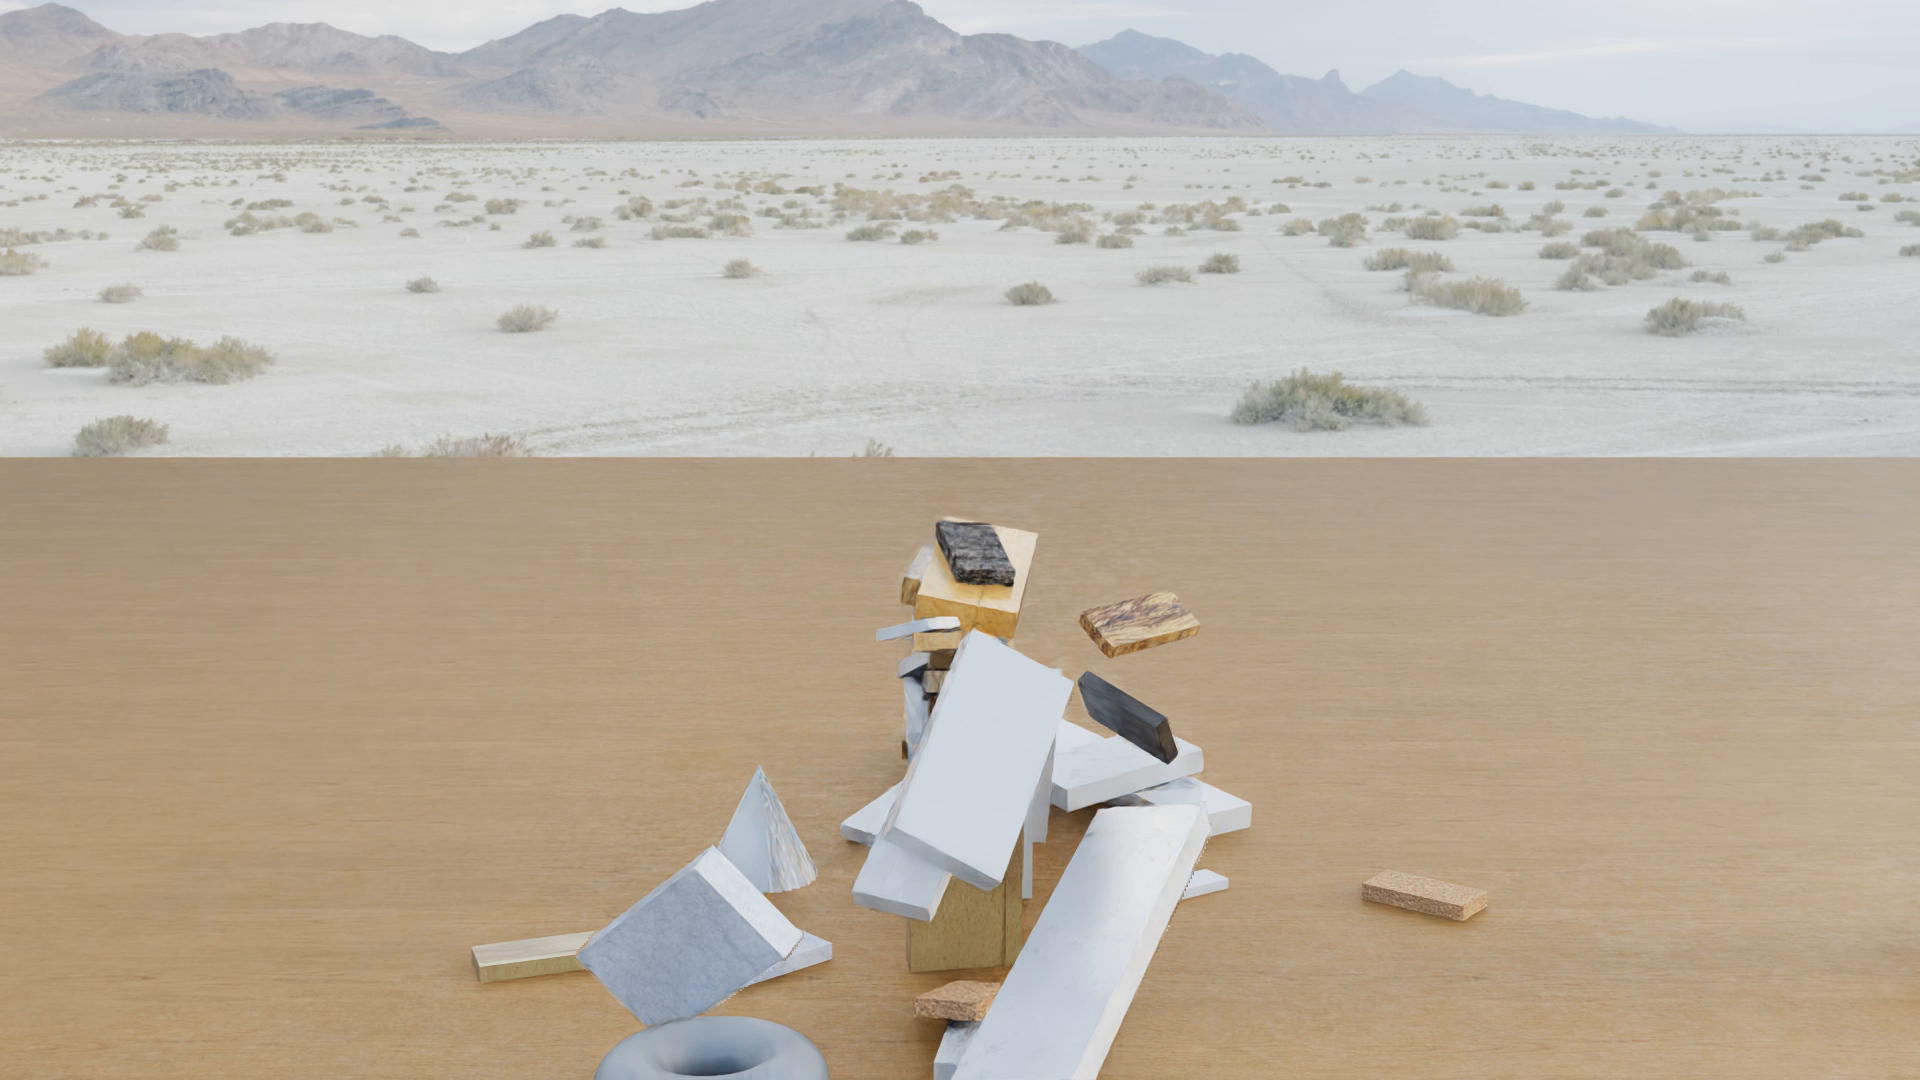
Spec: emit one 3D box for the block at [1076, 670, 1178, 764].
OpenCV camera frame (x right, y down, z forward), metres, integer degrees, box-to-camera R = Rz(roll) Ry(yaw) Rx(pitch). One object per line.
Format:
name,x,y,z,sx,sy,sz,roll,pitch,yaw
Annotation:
block,0.302,0.320,3.969,0.029,0.102,0.203,-40,44,-21

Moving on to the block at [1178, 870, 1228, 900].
block,0.363,0.581,3.671,0.171,0.017,0.060,-7,13,-33

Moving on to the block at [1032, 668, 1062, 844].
block,0.090,0.379,3.923,0.155,0.310,0.044,5,10,1

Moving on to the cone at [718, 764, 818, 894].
cone,-0.341,0.476,3.747,0.196,0.196,0.196,0,11,0

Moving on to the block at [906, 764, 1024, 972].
block,0.007,0.480,3.320,0.170,0.340,0.048,-2,15,-10

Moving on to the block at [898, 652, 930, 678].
block,-0.033,0.194,3.468,0.089,0.025,0.178,2,-12,-16

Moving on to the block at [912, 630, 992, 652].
block,-0.009,0.152,3.272,0.089,0.025,0.177,-3,-5,10

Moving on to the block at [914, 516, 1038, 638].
block,0.029,0.055,3.468,0.153,0.043,0.324,11,23,3

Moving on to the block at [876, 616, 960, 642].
block,-0.063,0.131,3.238,0.060,0.017,0.120,-3,-8,-42

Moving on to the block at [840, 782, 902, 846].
block,-0.092,0.482,4.008,0.097,0.028,0.278,14,27,34

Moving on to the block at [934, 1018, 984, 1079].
block,0.022,0.697,3.026,0.090,0.025,0.180,2,11,8

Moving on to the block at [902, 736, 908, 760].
block,-0.033,0.390,4.438,0.133,0.038,0.266,1,11,6

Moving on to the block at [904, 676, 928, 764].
block,0.002,0.273,3.368,0.170,0.048,0.340,0,10,-3

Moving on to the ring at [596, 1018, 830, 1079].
ring,-0.318,0.698,2.815,0.303,0.101,0.303,0,9,0

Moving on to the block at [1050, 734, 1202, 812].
block,0.283,0.425,4.108,0.310,0.044,0.155,-12,19,-30

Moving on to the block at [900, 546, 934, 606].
block,-0.005,0.069,3.622,0.153,0.043,0.306,11,10,3

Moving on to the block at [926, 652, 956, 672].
block,-0.005,0.199,3.367,0.089,0.025,0.177,0,-13,-4

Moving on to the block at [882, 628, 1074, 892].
block,0.028,0.298,3.008,0.164,0.329,0.047,29,-34,-9

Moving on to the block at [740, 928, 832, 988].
block,-0.293,0.636,3.351,0.179,0.025,0.090,-9,14,-41

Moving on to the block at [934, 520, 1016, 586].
block,0.023,0.020,3.459,0.090,0.025,0.179,3,24,-14

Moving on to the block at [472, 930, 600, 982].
block,-0.536,0.628,3.395,0.417,0.025,0.090,-4,11,-20

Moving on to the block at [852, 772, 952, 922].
block,-0.054,0.413,3.019,0.111,0.031,0.222,10,49,19

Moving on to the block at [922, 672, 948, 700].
block,0.000,0.218,3.268,0.111,0.031,0.222,0,-7,-2

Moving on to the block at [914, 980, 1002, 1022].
block,0.009,0.655,3.129,0.090,0.025,0.180,1,-3,19

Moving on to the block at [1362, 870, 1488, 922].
block,0.766,0.585,3.627,0.180,0.026,0.090,8,13,37

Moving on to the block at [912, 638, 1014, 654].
block,0.006,0.206,3.739,0.170,0.048,0.339,0,10,1

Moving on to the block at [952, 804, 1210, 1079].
block,0.156,0.580,2.946,0.164,0.047,0.765,-6,23,25

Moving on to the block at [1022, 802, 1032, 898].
block,0.032,0.423,3.632,0.170,0.339,0.048,-1,7,-6

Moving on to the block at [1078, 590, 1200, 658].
block,0.334,0.155,4.088,0.209,0.029,0.102,-12,46,-32

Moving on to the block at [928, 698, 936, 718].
block,0.014,0.326,3.141,0.111,0.031,0.222,-1,53,-2

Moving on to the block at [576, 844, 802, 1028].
block,-0.366,0.541,2.931,0.328,0.164,0.047,-39,7,42

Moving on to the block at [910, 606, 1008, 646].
block,0.001,0.127,3.583,0.153,0.043,0.306,7,8,-1

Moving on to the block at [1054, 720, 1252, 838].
block,0.291,0.446,4.214,0.155,0.044,0.616,-7,17,-35
